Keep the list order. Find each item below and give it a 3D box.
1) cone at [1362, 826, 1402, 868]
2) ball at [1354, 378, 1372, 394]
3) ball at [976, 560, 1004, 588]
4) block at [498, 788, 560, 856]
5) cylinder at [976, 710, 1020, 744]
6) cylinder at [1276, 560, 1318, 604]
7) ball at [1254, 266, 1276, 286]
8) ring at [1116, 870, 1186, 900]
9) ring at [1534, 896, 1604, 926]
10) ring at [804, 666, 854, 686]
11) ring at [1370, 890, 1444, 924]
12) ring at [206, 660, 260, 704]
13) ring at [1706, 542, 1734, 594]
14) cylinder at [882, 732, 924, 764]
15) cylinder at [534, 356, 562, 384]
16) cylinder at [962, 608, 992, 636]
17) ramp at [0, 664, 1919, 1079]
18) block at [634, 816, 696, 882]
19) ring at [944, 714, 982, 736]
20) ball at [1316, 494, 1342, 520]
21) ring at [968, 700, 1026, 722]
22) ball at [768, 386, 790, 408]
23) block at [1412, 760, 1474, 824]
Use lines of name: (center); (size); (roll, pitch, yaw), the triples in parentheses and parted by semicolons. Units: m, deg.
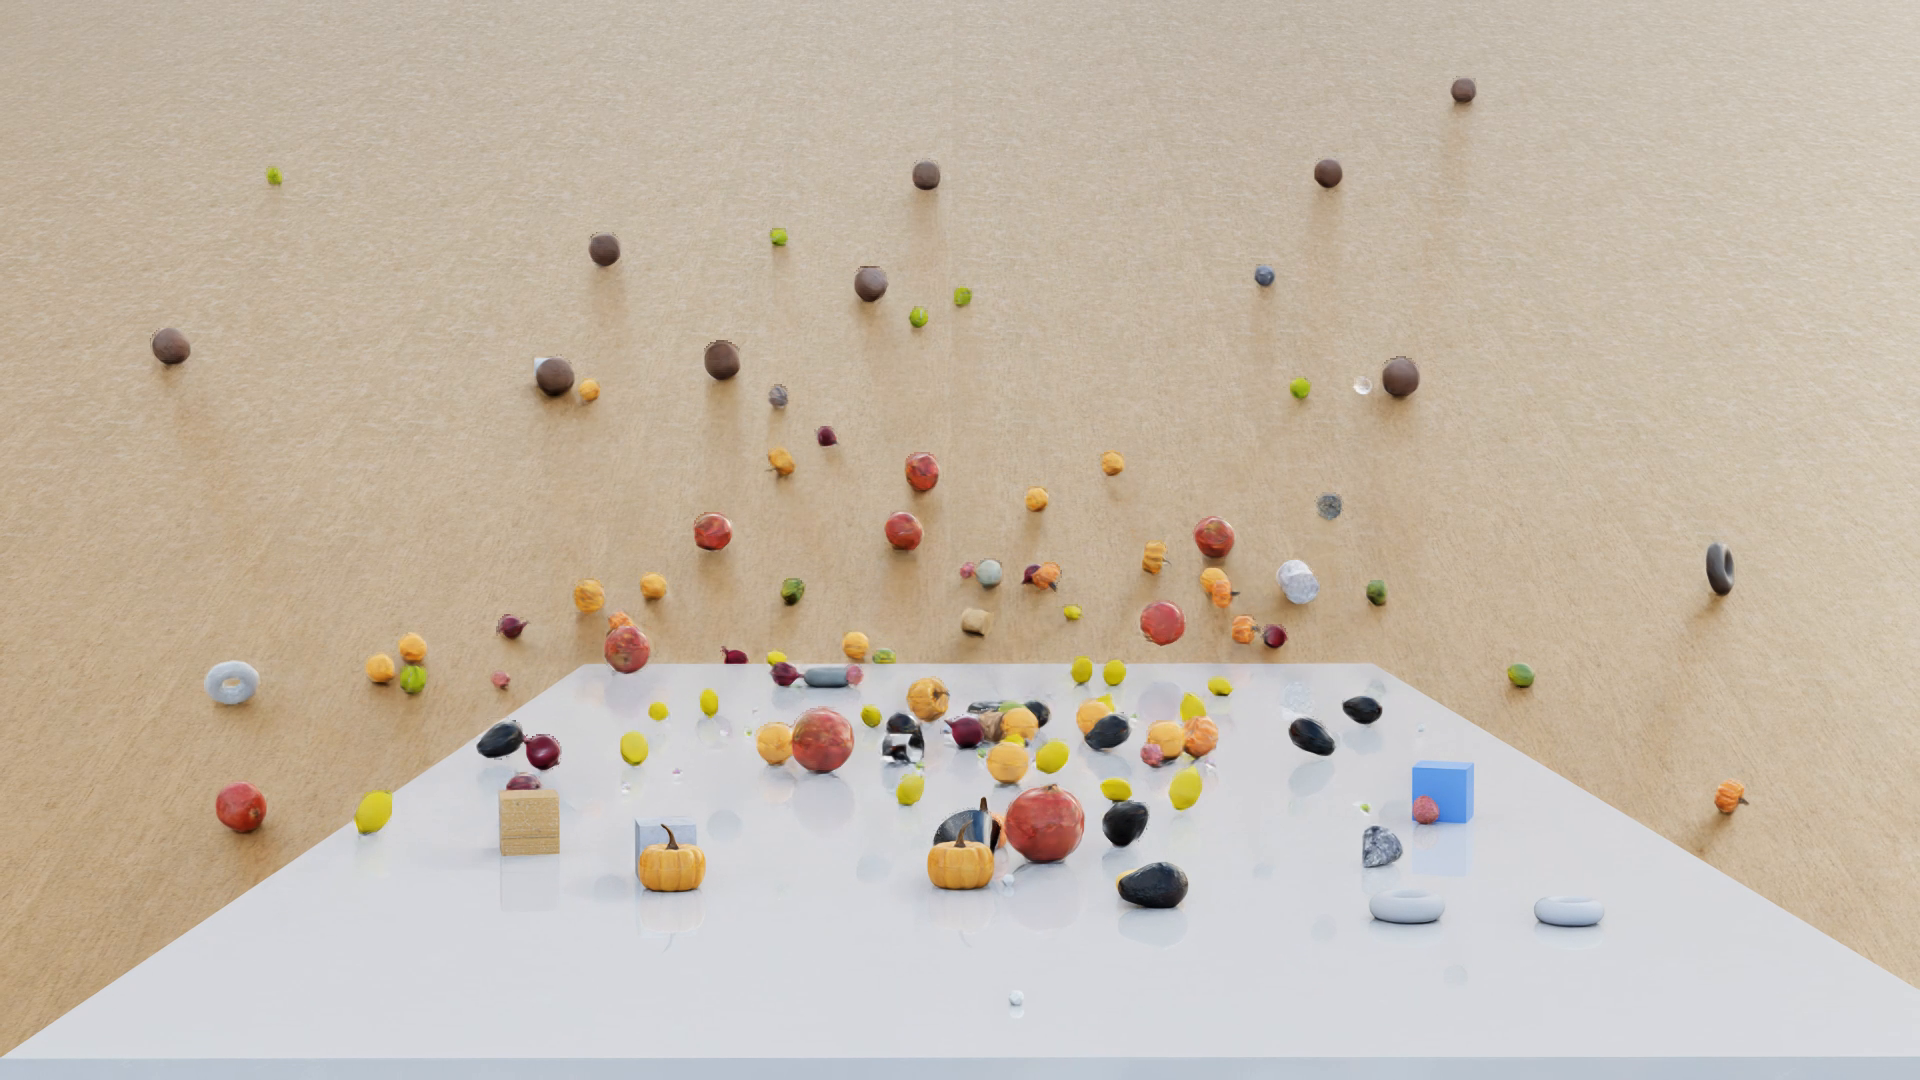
cone: (0.578, 0.443, 3.604); (0.061, 0.061, 0.061); (14, 37, 31)
ball: (1.377, -0.525, 8.780); (0.056, 0.056, 0.056); (0, 22, 0)
ball: (0.084, 0.095, 7.220); (0.076, 0.076, 0.076); (0, 22, 0)
block: (-0.626, 0.410, 3.737); (0.082, 0.082, 0.082); (-1, 3, -12)
cylinder: (0.073, 0.361, 4.962); (0.059, 0.059, 0.059); (-15, 10, -32)
cylinder: (0.936, 0.116, 7.144); (0.094, 0.094, 0.094); (-3, 22, -7)
ball: (1.185, -1.027, 9.988); (0.081, 0.081, 0.081); (0, 22, 0)
ring: (0.250, 0.453, 3.382); (0.092, 0.031, 0.092); (1, 2, 0)
ring: (0.759, 0.462, 3.207); (0.086, 0.029, 0.086); (-1, 2, 0)
ring: (-0.307, 0.320, 6.012); (0.115, 0.038, 0.115); (0, 4, 0)
ring: (0.561, 0.460, 3.231); (0.094, 0.031, 0.094); (-1, 3, 0)
ring: (-1.837, 0.360, 6.498); (0.131, 0.131, 0.044); (-6, 40, -15)
ring: (2.124, 0.080, 7.184); (0.049, 0.148, 0.148); (-9, 15, 32)
cylinder: (-0.104, 0.377, 4.667); (0.054, 0.054, 0.054); (0, 19, 33)
cylinder: (-1.421, -0.584, 8.876); (0.090, 0.090, 0.090); (-5, 22, -9)
cylinder: (0.046, 0.220, 6.923); (0.064, 0.064, 0.064); (10, 24, 24)
ramp: (0.051, 0.462, 4.533); (2.000, 0.100, 4.000); (0, 3, 0)
block: (-0.403, 0.423, 3.523); (0.077, 0.077, 0.077); (-1, 3, -12)
ring: (0.025, 0.366, 5.092); (0.111, 0.037, 0.111); (-1, 4, 0)
ball: (1.106, -0.100, 7.701); (0.077, 0.077, 0.077); (0, 22, 0)
ring: (0.076, 0.354, 5.287); (0.123, 0.041, 0.123); (1, 2, 0)
ball: (-0.610, -0.480, 8.649); (0.071, 0.071, 0.071); (0, 22, 0)
block: (0.757, 0.394, 4.029); (0.084, 0.084, 0.084); (1, 3, 19)
